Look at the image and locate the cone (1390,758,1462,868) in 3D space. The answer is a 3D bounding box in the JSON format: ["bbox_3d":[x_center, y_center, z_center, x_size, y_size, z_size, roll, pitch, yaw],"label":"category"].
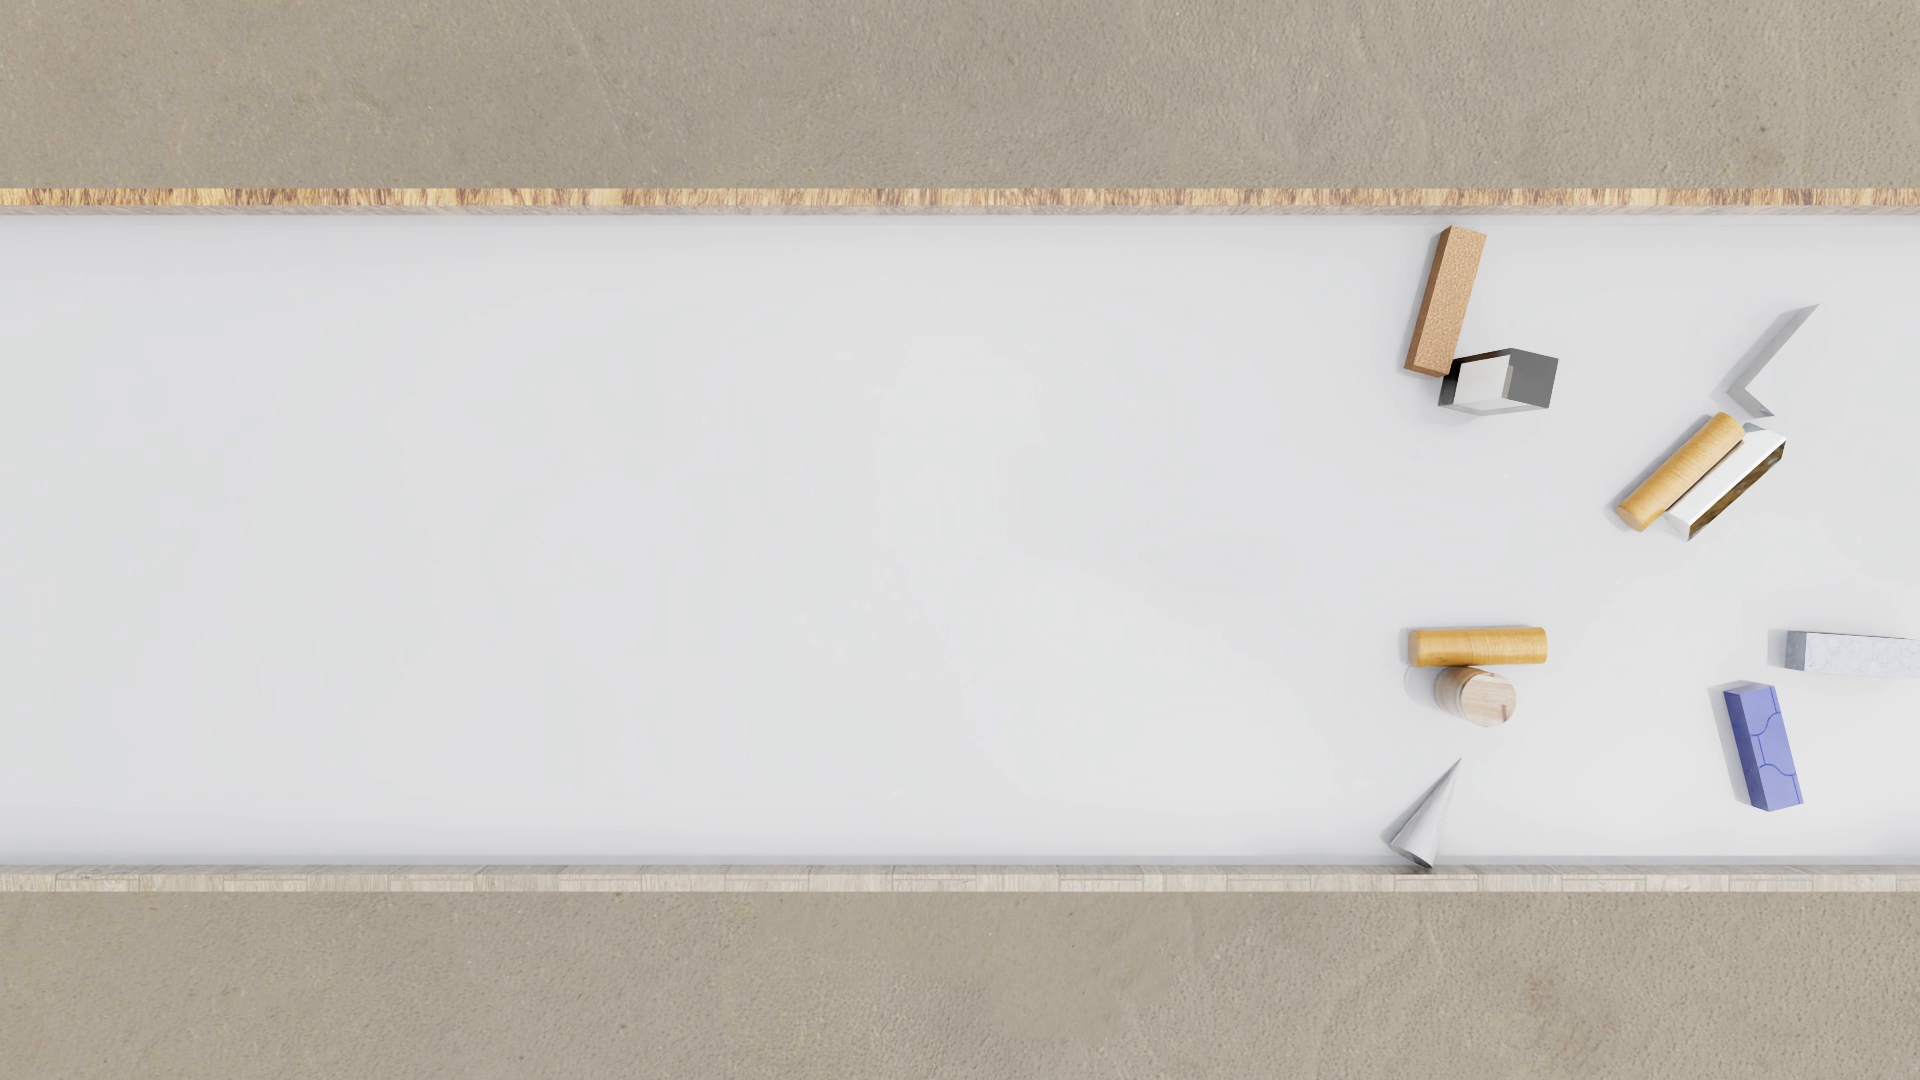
[{"bbox_3d":[1.458,0.812,5.042,0.141,0.141,0.355,31,79,0],"label":"cone"}]

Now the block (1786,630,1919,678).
[{"bbox_3d":[2.722,0.349,5.018,0.358,0.117,0.117,4,90,0],"label":"block"}]

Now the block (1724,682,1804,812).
[{"bbox_3d":[2.446,0.629,5.022,0.108,0.108,0.365,-14,90,0],"label":"block"}]

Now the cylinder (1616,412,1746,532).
[{"bbox_3d":[2.193,-0.207,5.024,0.424,0.106,0.106,-43,90,0],"label":"cylinder"}]

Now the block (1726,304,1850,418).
[{"bbox_3d":[2.517,-0.543,5.015,0.122,0.122,0.345,42,90,0],"label":"block"}]

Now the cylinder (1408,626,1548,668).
[{"bbox_3d":[1.574,0.326,5.020,0.389,0.114,0.114,-2,90,0],"label":"cylinder"}]

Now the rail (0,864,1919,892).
[{"bbox_3d":[-2.247,1.025,5.001,12.000,0.150,0.050,0,90,0],"label":"rail"}]

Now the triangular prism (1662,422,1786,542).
[{"bbox_3d":[2.330,-0.177,5.009,0.386,0.129,0.149,-42,90,0],"label":"triangular prism"}]

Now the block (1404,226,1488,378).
[{"bbox_3d":[1.477,-0.724,5.021,0.110,0.110,0.436,15,90,0],"label":"block"}]

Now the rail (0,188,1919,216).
[{"bbox_3d":[-2.247,-1.025,5.002,12.000,0.150,0.050,0,90,0],"label":"rail"}]

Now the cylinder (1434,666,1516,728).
[{"bbox_3d":[1.532,0.462,4.918,0.158,0.313,0.158,0,90,2],"label":"cylinder"}]

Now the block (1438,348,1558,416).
[{"bbox_3d":[1.575,-0.460,4.851,0.144,0.436,0.144,12,90,-7],"label":"block"}]
